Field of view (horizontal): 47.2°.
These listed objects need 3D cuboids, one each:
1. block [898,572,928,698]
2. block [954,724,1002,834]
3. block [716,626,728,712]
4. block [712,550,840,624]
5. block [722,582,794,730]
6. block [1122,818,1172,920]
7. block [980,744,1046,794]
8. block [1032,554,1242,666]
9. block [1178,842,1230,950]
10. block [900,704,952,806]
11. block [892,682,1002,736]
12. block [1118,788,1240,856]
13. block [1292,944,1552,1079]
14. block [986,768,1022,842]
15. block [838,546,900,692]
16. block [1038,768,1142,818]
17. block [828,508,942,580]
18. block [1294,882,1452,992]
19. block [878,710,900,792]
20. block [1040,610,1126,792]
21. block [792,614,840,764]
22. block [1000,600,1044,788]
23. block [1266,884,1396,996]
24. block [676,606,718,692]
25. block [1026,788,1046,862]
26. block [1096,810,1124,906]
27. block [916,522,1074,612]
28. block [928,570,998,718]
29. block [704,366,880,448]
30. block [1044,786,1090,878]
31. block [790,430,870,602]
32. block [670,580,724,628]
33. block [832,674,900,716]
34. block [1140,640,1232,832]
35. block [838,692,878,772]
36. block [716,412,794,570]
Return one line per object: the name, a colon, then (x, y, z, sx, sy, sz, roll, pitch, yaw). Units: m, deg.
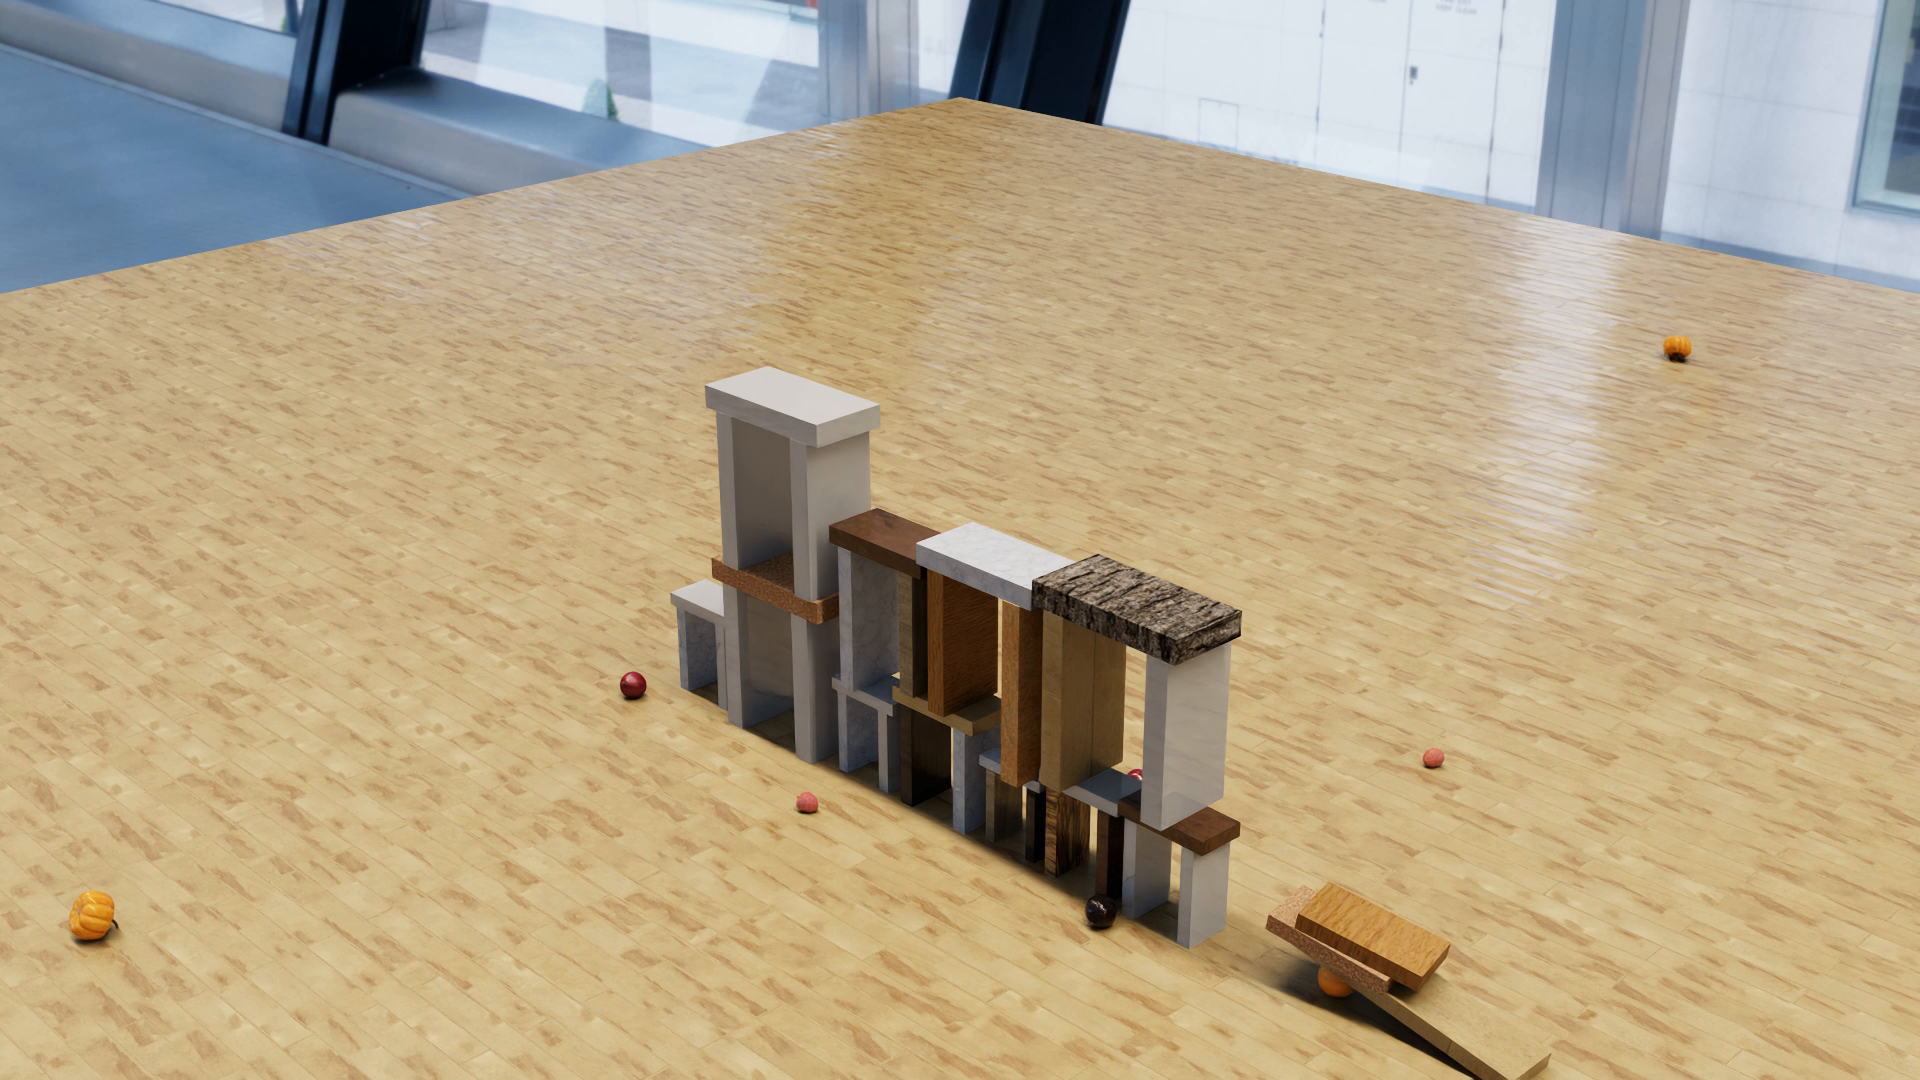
block: (-0.060, 0.169, 4.362, 0.037, 0.264, 0.132, 21, 31, 41)
block: (0.038, 0.462, 4.382, 0.032, 0.227, 0.113, 21, 31, 41)
block: (-0.490, 0.268, 4.870, 0.029, 0.203, 0.101, 21, 31, 41)
block: (-0.352, 0.082, 4.645, 0.337, 0.048, 0.168, 21, 31, 40)
block: (-0.431, 0.228, 4.792, 0.168, 0.337, 0.048, -21, 31, -41)
block: (0.349, 0.595, 4.095, 0.103, 0.205, 0.029, -20, 30, -39)
block: (0.123, 0.441, 4.278, 0.081, 0.023, 0.162, -21, 31, -40)
block: (0.312, 0.121, 3.924, 0.174, 0.049, 0.347, -20, 30, -39)
block: (0.444, 0.634, 4.005, 0.103, 0.205, 0.029, -20, 30, -39)
block: (-0.069, 0.420, 4.481, 0.032, 0.227, 0.113, 21, 31, 41)
block: (-0.016, 0.322, 4.381, 0.227, 0.032, 0.113, 21, 31, 41)
block: (0.398, 0.506, 4.005, 0.103, 0.029, 0.205, -20, 30, -39)
block: (0.782, 0.781, 3.775, 0.118, 0.034, 0.471, -20, 40, -39)
block: (0.088, 0.510, 4.350, 0.023, 0.162, 0.081, 21, 31, 41)
block: (-0.184, 0.143, 4.487, 0.037, 0.313, 0.132, 21, 31, 41)
block: (0.254, 0.459, 4.142, 0.196, 0.028, 0.098, 21, 31, 40)
block: (-0.122, 0.006, 4.361, 0.132, 0.037, 0.264, -21, 31, -41)
block: (0.711, 0.682, 3.794, 0.237, 0.034, 0.118, 25, 34, 27)
block: (-0.125, 0.421, 4.533, 0.026, 0.184, 0.092, 21, 31, 41)
block: (0.230, 0.274, 4.083, 0.174, 0.358, 0.049, -20, 30, -39)
block: (-0.272, 0.290, 4.647, 0.048, 0.337, 0.168, 21, 31, 41)
block: (0.147, 0.270, 4.167, 0.043, 0.378, 0.152, 21, 31, 41)
block: (0.665, 0.695, 3.829, 0.237, 0.034, 0.118, 27, 35, 30)
block: (-0.585, 0.230, 4.959, 0.101, 0.203, 0.029, -21, 31, -41)
block: (0.164, 0.540, 4.280, 0.081, 0.162, 0.023, -21, 31, -41)
block: (0.299, 0.580, 4.142, 0.028, 0.196, 0.098, 20, 30, 39)
block: (0.077, 0.047, 4.153, 0.152, 0.043, 0.304, -21, 31, -40)
block: (0.006, 0.179, 4.286, 0.043, 0.304, 0.152, 21, 31, 41)
block: (-0.343, -0.274, 4.479, 0.344, 0.049, 0.172, 21, 31, 40)
block: (0.208, 0.543, 4.229, 0.028, 0.196, 0.098, 21, 31, 40)
block: (-0.261, -0.061, 4.481, 0.049, 0.344, 0.172, 21, 31, 40)
block: (-0.537, 0.143, 4.868, 0.202, 0.029, 0.101, 21, 31, 40)
block: (-0.169, 0.308, 4.532, 0.184, 0.026, 0.092, 21, 31, 41)
block: (0.405, 0.331, 3.937, 0.174, 0.347, 0.049, -21, 31, -40)
block: (-0.212, 0.387, 4.613, 0.026, 0.184, 0.092, 21, 31, 41)
block: (-0.424, -0.124, 4.629, 0.049, 0.344, 0.172, 21, 31, 41)
